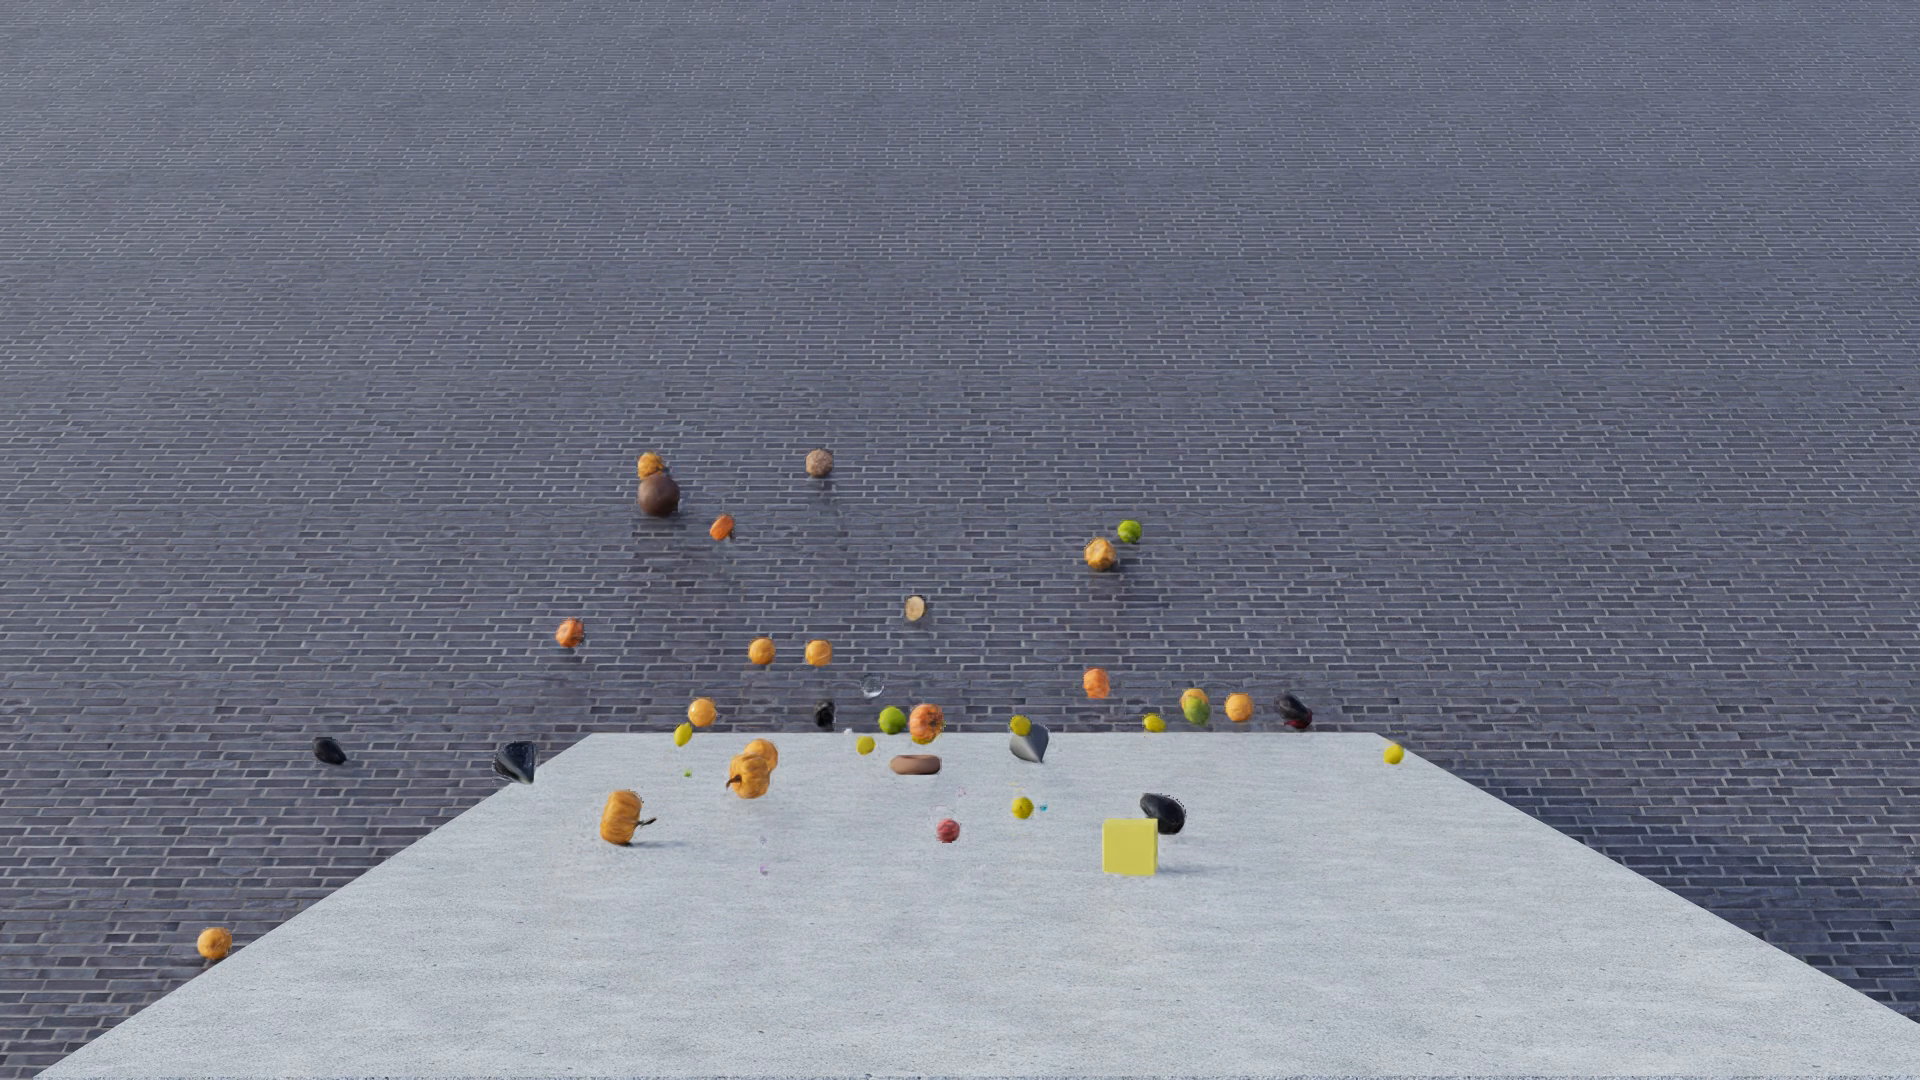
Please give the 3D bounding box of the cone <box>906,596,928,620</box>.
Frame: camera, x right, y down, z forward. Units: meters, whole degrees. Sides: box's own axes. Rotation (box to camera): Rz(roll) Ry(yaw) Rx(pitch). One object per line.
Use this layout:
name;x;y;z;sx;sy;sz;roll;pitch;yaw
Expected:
cone;-0.107;0.198;7.292;0.068;0.068;0.068;24;4;38

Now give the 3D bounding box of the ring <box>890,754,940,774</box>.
ring;-0.097;0.488;5.608;0.111;0.037;0.111;0;2;0

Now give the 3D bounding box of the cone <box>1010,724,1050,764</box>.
cone;0.170;0.482;5.852;0.093;0.093;0.093;-7;29;-13

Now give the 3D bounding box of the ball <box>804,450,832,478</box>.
ball;-0.441;-0.239;8.081;0.088;0.088;0.088;0;28;0

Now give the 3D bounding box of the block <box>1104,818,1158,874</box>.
block;0.271;0.485;4.092;0.077;0.077;0.077;0;1;10

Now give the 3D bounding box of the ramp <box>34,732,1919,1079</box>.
ramp;0.063;0.567;4.608;2.000;0.100;4.000;0;1;0

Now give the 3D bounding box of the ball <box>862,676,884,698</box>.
ball;-0.235;0.392;6.925;0.058;0.058;0.058;0;28;0

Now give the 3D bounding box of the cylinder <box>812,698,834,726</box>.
cylinder;-0.359;0.453;6.781;0.054;0.054;0.054;-1;31;-2
